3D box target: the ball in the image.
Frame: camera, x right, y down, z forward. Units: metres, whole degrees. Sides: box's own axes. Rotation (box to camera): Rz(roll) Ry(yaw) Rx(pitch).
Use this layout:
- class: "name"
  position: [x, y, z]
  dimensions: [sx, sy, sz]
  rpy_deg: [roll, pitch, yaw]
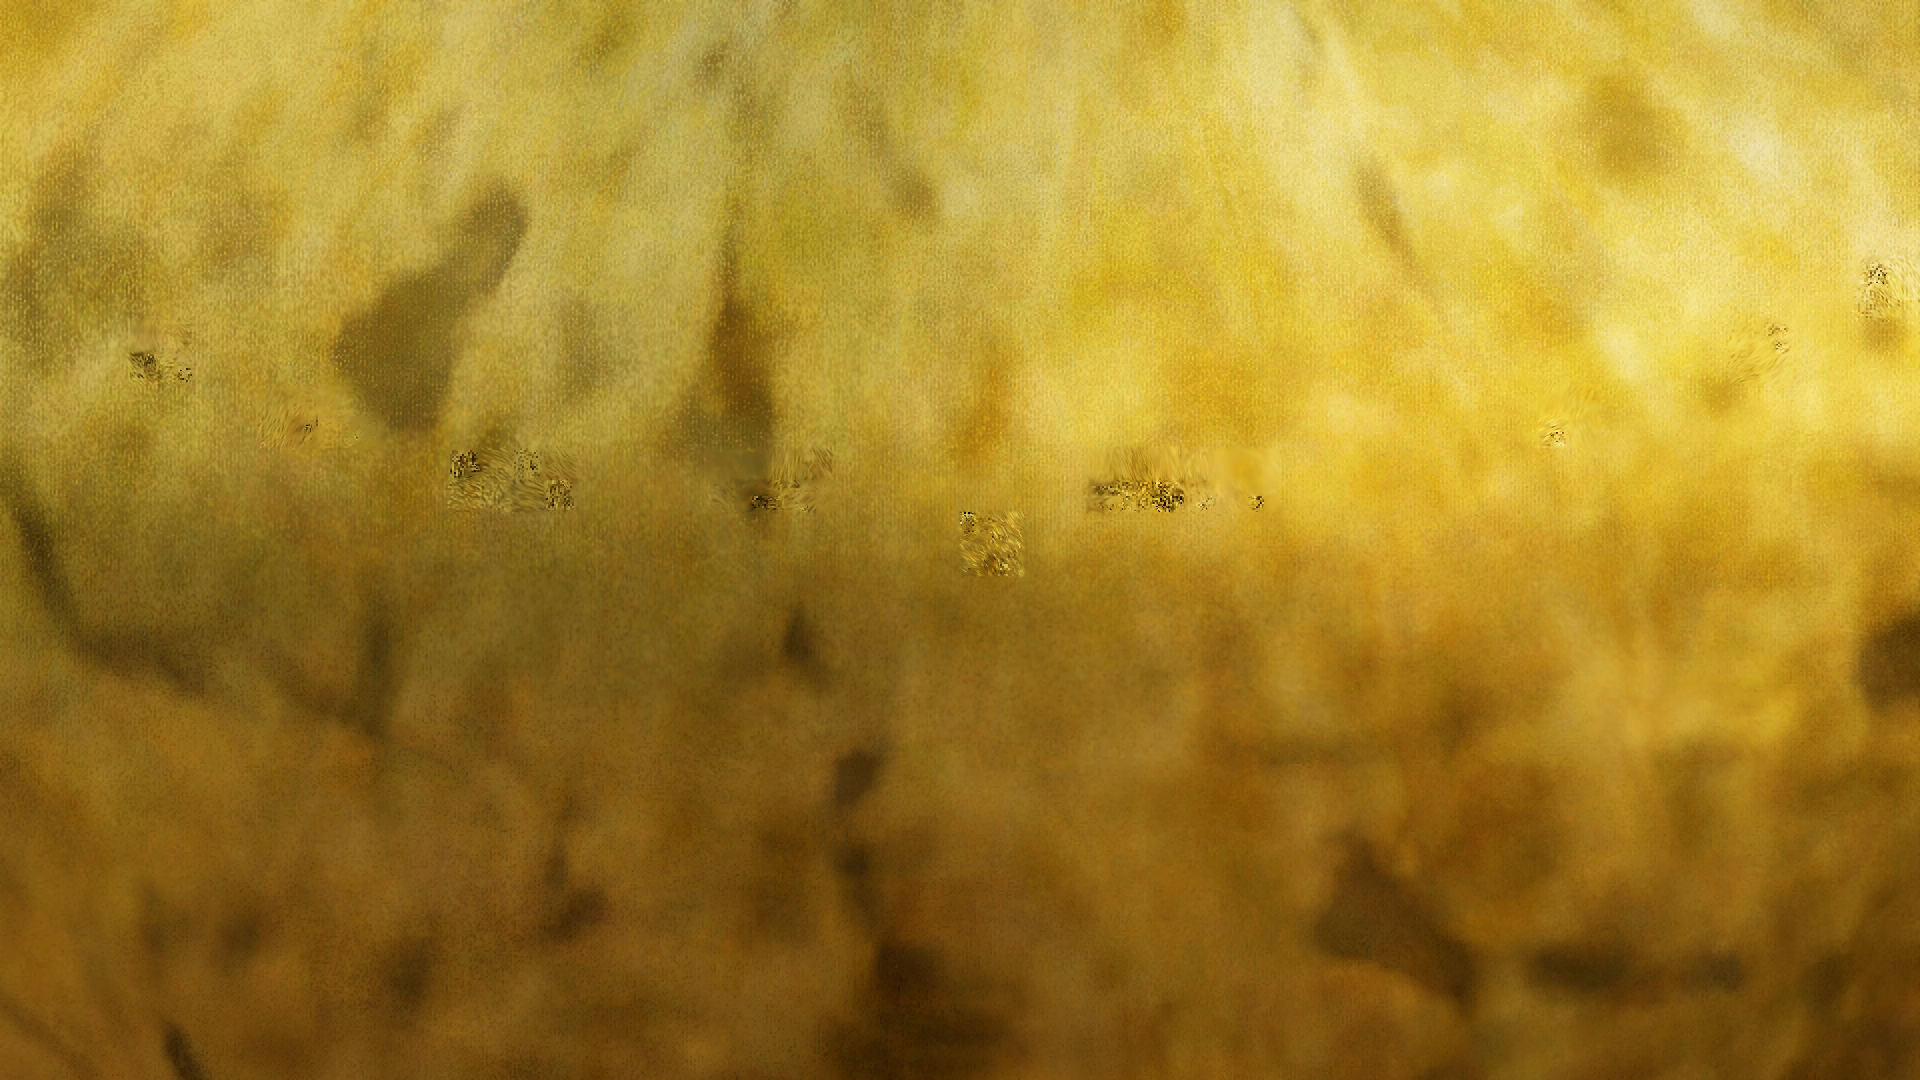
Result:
- class: "ball"
  position: [0.000, -0.002, 0.056]
  dimensions: [0.080, 0.080, 0.080]
  rpy_deg: [0, 4, 0]
